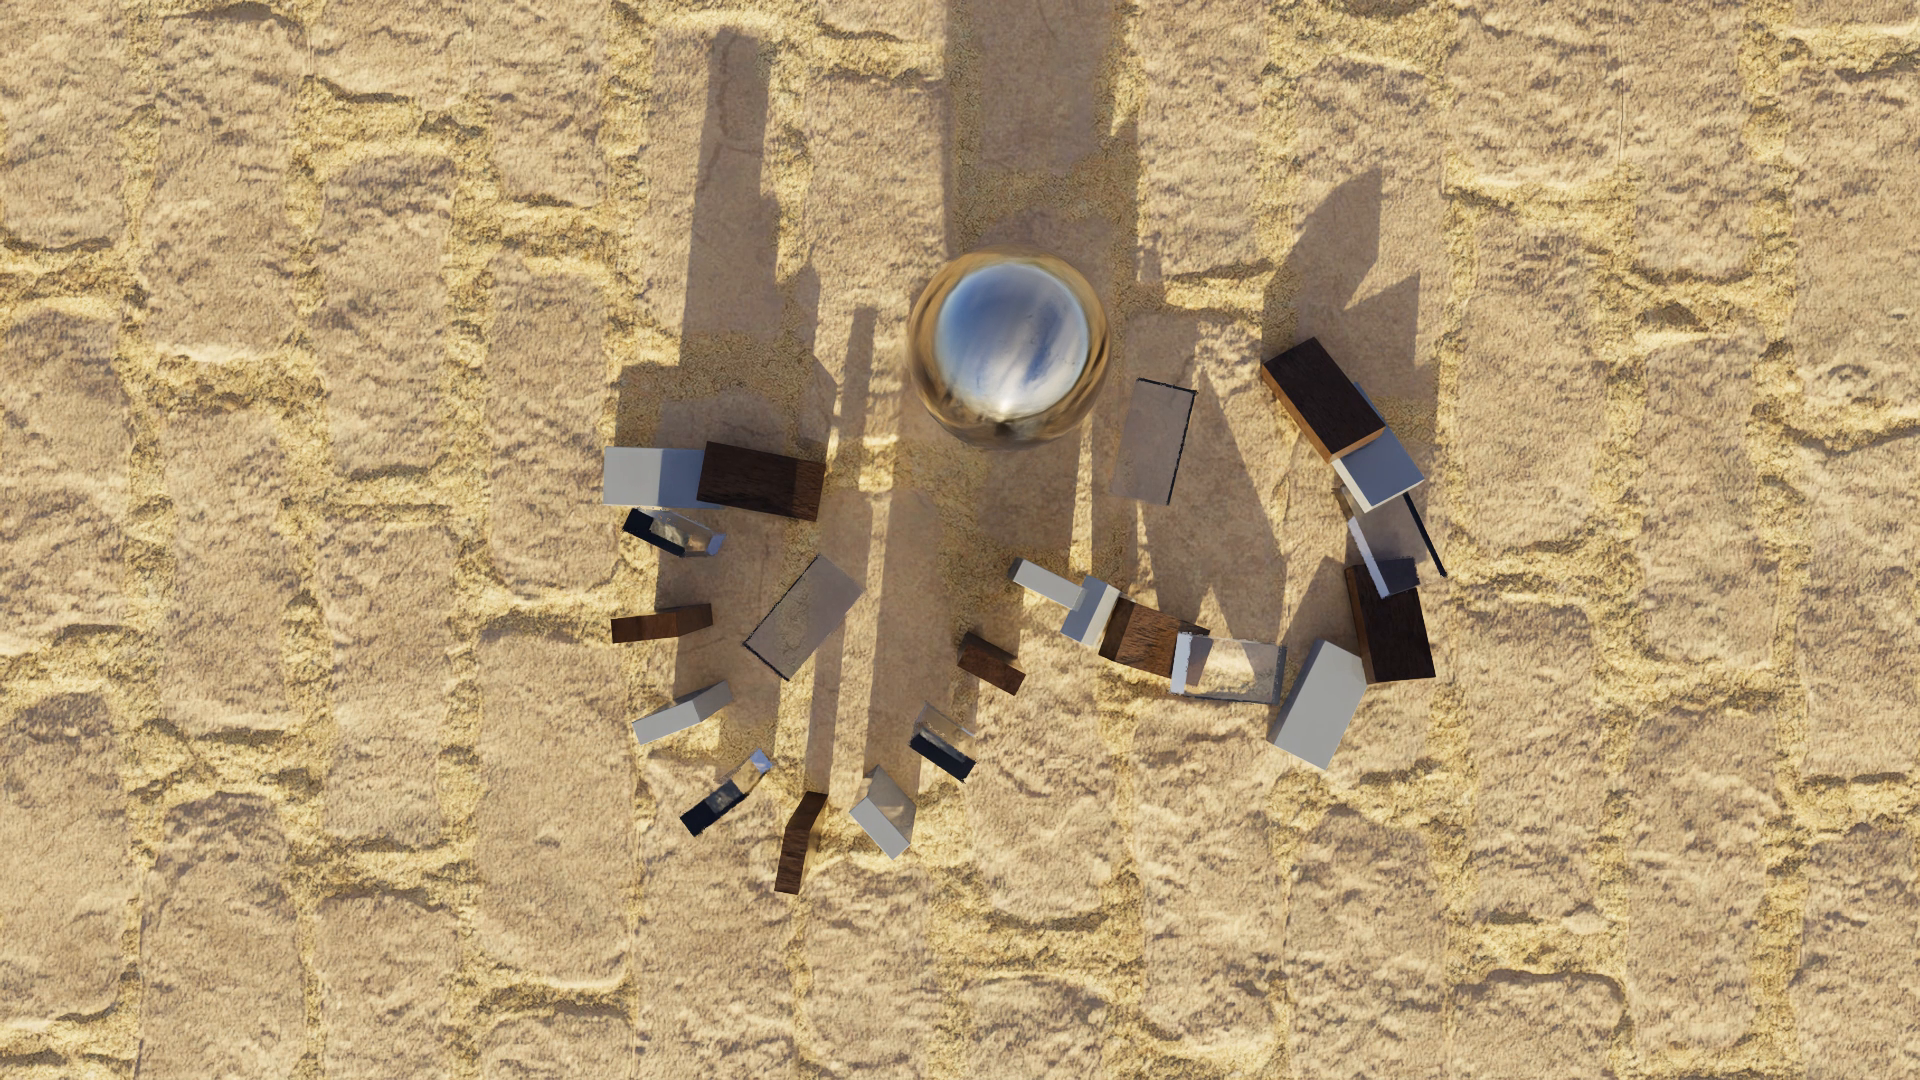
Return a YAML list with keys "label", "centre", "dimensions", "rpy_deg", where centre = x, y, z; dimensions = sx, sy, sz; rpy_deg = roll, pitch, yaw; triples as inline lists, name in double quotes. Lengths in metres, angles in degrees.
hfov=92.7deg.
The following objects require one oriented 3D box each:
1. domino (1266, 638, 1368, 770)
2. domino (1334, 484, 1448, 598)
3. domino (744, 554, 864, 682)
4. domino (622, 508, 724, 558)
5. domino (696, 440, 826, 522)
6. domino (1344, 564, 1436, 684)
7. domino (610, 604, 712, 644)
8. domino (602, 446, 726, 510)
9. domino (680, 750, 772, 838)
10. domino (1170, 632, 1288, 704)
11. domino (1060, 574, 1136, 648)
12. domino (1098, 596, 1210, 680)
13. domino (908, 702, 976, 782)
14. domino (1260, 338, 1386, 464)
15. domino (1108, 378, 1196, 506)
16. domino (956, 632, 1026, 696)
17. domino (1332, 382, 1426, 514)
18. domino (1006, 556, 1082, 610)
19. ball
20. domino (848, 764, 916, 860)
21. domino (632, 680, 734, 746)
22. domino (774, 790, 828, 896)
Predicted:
- label: "domino"
  centre: [0.156, 0.071, 0.395]
  dimensions: [0.025, 0.010, 0.050]
  rpy_deg: [26, 90, 0]
- label: "domino"
  centre: [0.182, -0.003, 0.389]
  dimensions: [0.025, 0.010, 0.050]
  rpy_deg: [-18, 74, 0]
- label: "domino"
  centre: [-0.067, 0.033, 0.395]
  dimensions: [0.025, 0.010, 0.050]
  rpy_deg: [40, 90, 0]
- label: "domino"
  centre: [-0.116, -0.003, 0.375]
  dimensions: [0.025, 0.050, 0.009]
  rpy_deg: [25, 90, 0]
- label: "domino"
  centre: [-0.084, -0.025, 0.390]
  dimensions: [0.050, 0.009, 0.025]
  rpy_deg: [10, 88, -12]
- label: "domino"
  centre: [0.182, 0.035, 0.389]
  dimensions: [0.025, 0.010, 0.050]
  rpy_deg: [-5, 76, 0]
- label: "domino"
  centre: [-0.121, 0.034, 0.375]
  dimensions: [0.025, 0.050, 0.010]
  rpy_deg: [-6, 90, 0]
- label: "domino"
  centre: [-0.127, -0.027, 0.395]
  dimensions: [0.050, 0.010, 0.025]
  rpy_deg: [2, 90, 0]
- label: "domino"
  centre: [-0.095, 0.102, 0.375]
  dimensions: [0.025, 0.050, 0.009]
  rpy_deg: [-37, 90, 0]
- label: "domino"
  centre: [0.113, 0.055, 0.386]
  dimensions: [0.050, 0.010, 0.025]
  rpy_deg: [8, 90, -23]
- label: "domino"
  centre: [0.057, 0.031, 0.375]
  dimensions: [0.009, 0.050, 0.025]
  rpy_deg: [25, 90, 25]
- label: "domino"
  centre: [0.081, 0.042, 0.381]
  dimensions: [0.050, 0.009, 0.025]
  rpy_deg: [20, 90, -37]
- label: "domino"
  centre: [-0.007, 0.082, 0.375]
  dimensions: [0.025, 0.050, 0.009]
  rpy_deg: [34, 90, 0]
- label: "domino"
  centre: [0.152, -0.059, 0.386]
  dimensions: [0.025, 0.010, 0.050]
  rpy_deg: [-28, 67, 0]
- label: "domino"
  centre: [0.083, -0.042, 0.395]
  dimensions: [0.025, 0.010, 0.050]
  rpy_deg: [13, 90, 0]
- label: "domino"
  centre: [0.012, 0.050, 0.375]
  dimensions: [0.025, 0.050, 0.010]
  rpy_deg: [28, 90, 0]
- label: "domino"
  centre: [0.170, -0.040, 0.389]
  dimensions: [0.025, 0.009, 0.050]
  rpy_deg: [-28, 75, 0]
- label: "domino"
  centre: [0.034, 0.017, 0.375]
  dimensions: [0.025, 0.050, 0.009]
  rpy_deg: [26, 90, 0]
- label: "ball"
  centre: [0.019, -0.075, 0.360]
  dimensions: [0.080, 0.080, 0.080]
  rpy_deg: [0, 90, 0]
- label: "domino"
  centre: [-0.031, 0.110, 0.375]
  dimensions: [0.009, 0.050, 0.025]
  rpy_deg: [-42, 90, 0]
- label: "domino"
  centre: [-0.112, 0.070, 0.375]
  dimensions: [0.025, 0.050, 0.010]
  rpy_deg: [-21, 90, 0]
- label: "domino"
  centre: [-0.064, 0.123, 0.375]
  dimensions: [0.009, 0.050, 0.025]
  rpy_deg: [10, 90, 0]
